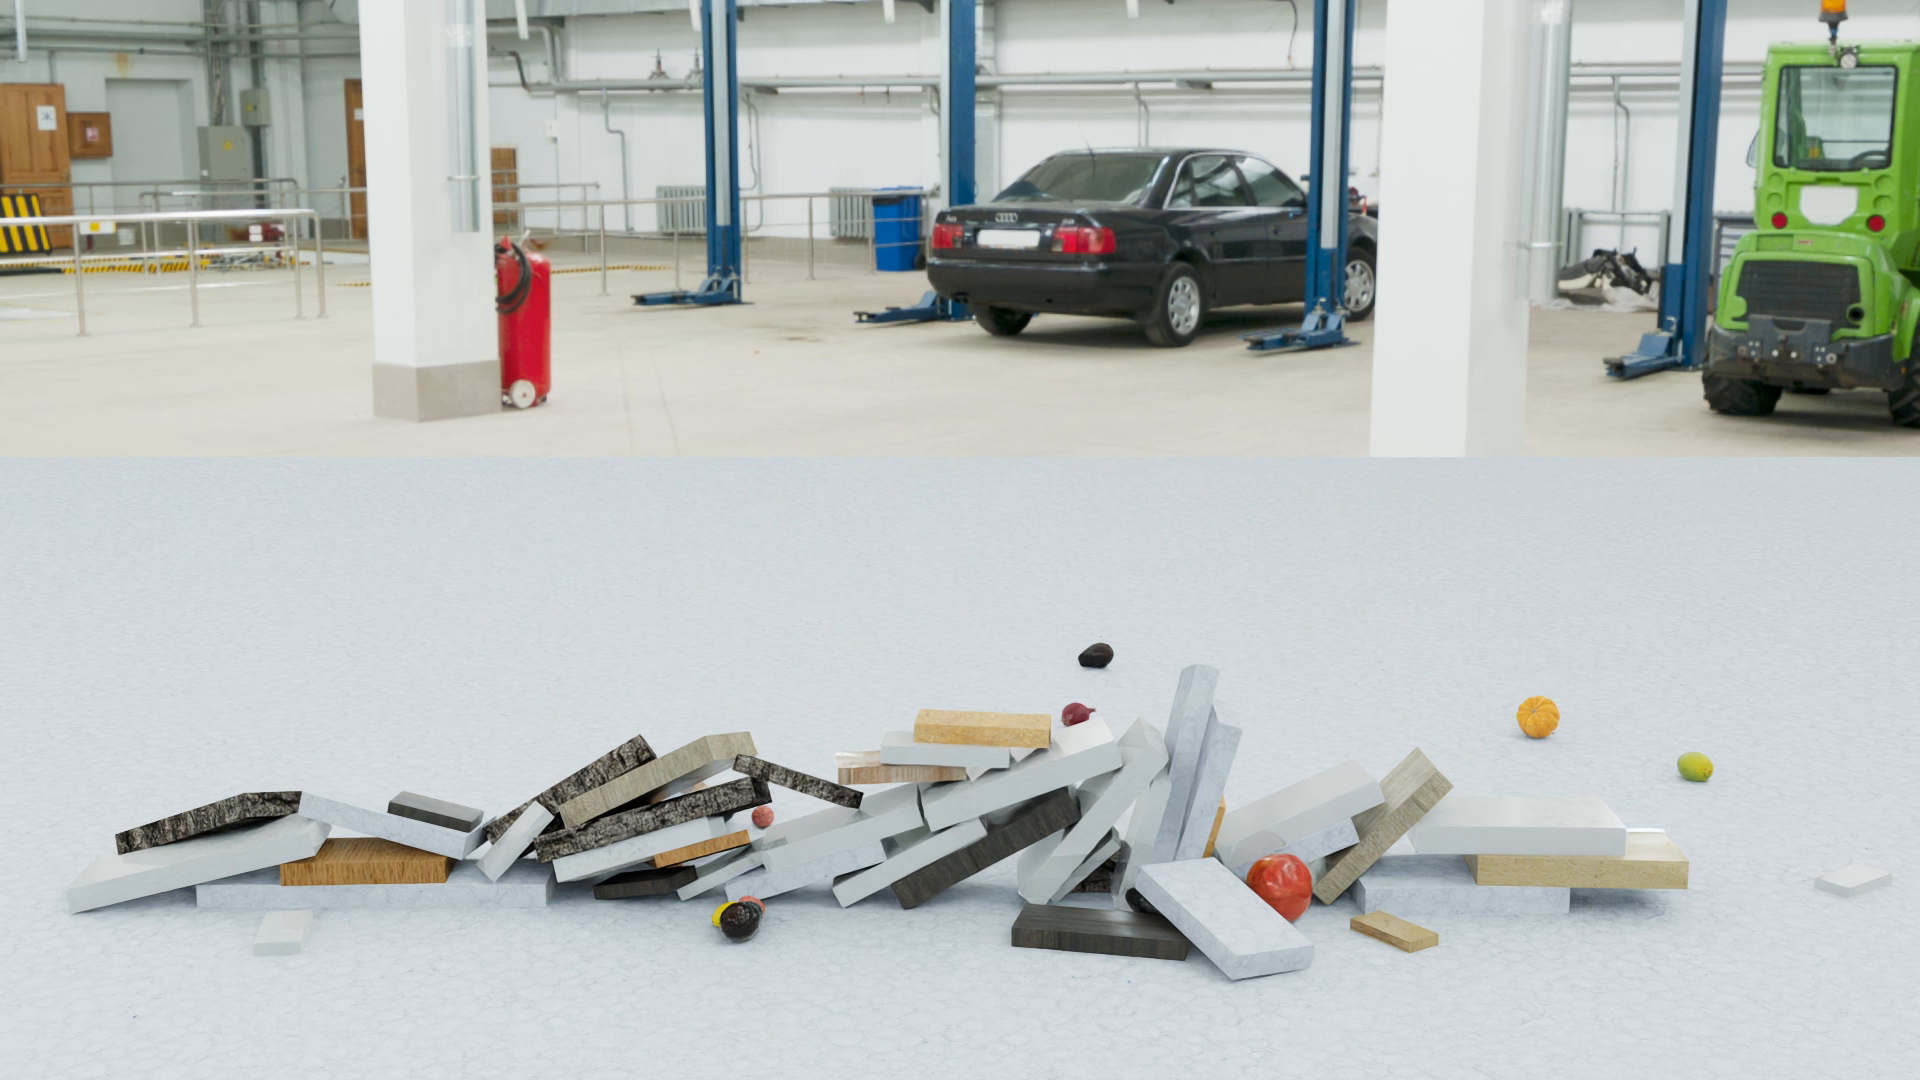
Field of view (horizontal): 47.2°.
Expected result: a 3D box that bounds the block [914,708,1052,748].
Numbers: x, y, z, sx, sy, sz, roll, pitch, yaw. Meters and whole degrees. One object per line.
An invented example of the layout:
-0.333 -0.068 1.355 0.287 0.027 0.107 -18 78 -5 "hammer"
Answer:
0.039 0.313 3.653 0.222 0.031 0.111 2 8 4 "block"

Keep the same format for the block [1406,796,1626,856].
0.914 0.473 3.649 0.336 0.048 0.168 0 10 2 "block"

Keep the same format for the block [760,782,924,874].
-0.192 0.475 3.643 0.268 0.038 0.134 -18 10 3 "block"

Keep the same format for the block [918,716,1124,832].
0.097 0.385 3.638 0.329 0.047 0.164 -19 10 -1 "block"

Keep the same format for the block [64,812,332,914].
-1.258 0.529 3.648 0.402 0.041 0.144 -13 11 -3 "block"

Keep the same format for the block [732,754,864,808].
-0.265 0.397 3.618 0.200 0.028 0.100 16 -5 12 "block"

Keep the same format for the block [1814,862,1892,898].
1.506 0.574 3.707 0.129 0.018 0.064 -8 13 -36 "block"

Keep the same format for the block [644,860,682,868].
-0.555 0.504 3.844 0.030 0.105 0.210 -8 13 -38 "block"

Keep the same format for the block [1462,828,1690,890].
1.011 0.524 3.636 0.336 0.048 0.168 1 11 3 "block"

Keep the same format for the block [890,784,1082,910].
0.043 0.493 3.652 0.329 0.047 0.164 -28 9 5 "block"

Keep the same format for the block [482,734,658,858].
-0.659 0.445 3.776 0.304 0.043 0.152 -31 -14 -8 "block"

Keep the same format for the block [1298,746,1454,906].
0.687 0.474 3.657 0.040 0.285 0.143 44 6 -8 "block"

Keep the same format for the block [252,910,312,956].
-1.066 0.618 3.464 0.071 0.020 0.142 -2 11 -9 "block"

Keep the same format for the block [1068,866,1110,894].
0.215 0.566 3.741 0.072 0.021 0.145 0 11 0 "block"

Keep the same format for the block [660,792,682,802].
-0.515 0.502 3.921 0.100 0.028 0.200 -44 28 -17 "block"

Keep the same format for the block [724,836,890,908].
-0.252 0.533 3.654 0.268 0.038 0.134 -17 10 4 "block"

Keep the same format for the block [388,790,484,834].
-0.874 0.453 3.668 0.142 0.020 0.071 14 9 2 "block"

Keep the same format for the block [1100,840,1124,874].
0.257 0.538 3.787 0.072 0.021 0.145 25 10 8 "block"

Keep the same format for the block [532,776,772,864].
-0.509 0.467 3.668 0.373 0.043 0.152 -16 -8 3 "block"

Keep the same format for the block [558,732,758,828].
-0.504 0.402 3.677 0.304 0.043 0.152 -26 -11 20 "block"

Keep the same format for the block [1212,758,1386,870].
0.551 0.456 3.661 0.285 0.040 0.143 -23 10 -2 "block"

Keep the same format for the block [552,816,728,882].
-0.530 0.515 3.665 0.265 0.038 0.133 -16 -8 3 "block"

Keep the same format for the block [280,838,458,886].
-0.981 0.534 3.663 0.265 0.038 0.133 -1 11 -3 "block"

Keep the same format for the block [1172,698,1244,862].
0.396 0.416 3.610 0.040 0.285 0.143 16 12 -2 "block"

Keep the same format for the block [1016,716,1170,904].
0.217 0.450 3.645 0.047 0.329 0.164 39 8 -6 "block"

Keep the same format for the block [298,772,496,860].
-0.945 0.463 3.702 0.289 0.041 0.144 14 9 6 "block"

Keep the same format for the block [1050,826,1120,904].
0.204 0.536 3.644 0.145 0.021 0.072 -42 8 9 "block"

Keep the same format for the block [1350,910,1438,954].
0.685 0.618 3.470 0.064 0.018 0.129 -7 13 -34 "block"

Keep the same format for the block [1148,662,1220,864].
0.358 0.392 3.673 0.040 0.365 0.143 16 -8 -2 "block"

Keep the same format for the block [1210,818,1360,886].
0.513 0.516 3.665 0.285 0.040 0.143 -22 10 3 "block"

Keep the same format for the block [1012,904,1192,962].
0.225 0.615 3.451 0.272 0.031 0.111 2 11 13 "block"

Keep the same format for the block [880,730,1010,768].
-0.023 0.345 3.630 0.210 0.030 0.105 2 8 2 "block"

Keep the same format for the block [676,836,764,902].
-0.393 0.546 3.659 0.157 0.022 0.078 -25 9 4 "block"

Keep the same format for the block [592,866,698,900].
-0.521 0.566 3.637 0.157 0.022 0.078 -10 4 29 "block"

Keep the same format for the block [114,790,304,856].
-1.278 0.485 3.755 0.289 0.041 0.144 -18 -12 21 "block"

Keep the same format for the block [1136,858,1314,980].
0.409 0.585 3.421 0.143 0.040 0.285 -2 21 -27 "block"

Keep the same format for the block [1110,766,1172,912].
0.297 0.487 3.614 0.031 0.222 0.111 16 10 -2 "block"

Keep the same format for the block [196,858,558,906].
-0.965 0.571 3.668 0.572 0.038 0.133 0 11 0 "block"

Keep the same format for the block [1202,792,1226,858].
0.408 0.482 3.619 0.018 0.129 0.064 15 17 -3 "block"

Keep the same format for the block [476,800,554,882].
-0.737 0.498 3.644 0.142 0.020 0.071 -48 23 -13 "block"

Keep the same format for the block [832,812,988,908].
-0.082 0.512 3.650 0.268 0.038 0.134 -28 9 5 "block"

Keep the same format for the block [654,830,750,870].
-0.424 0.511 3.633 0.157 0.022 0.078 -15 -8 -7 "block"

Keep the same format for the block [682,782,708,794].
-0.495 0.486 4.005 0.100 0.028 0.200 -41 23 -12 "block"

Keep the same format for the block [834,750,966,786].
-0.100 0.375 3.650 0.210 0.030 0.105 -2 9 -6 "block"

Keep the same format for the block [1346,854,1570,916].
0.818 0.570 3.646 0.336 0.048 0.168 -1 11 -3 "block"
